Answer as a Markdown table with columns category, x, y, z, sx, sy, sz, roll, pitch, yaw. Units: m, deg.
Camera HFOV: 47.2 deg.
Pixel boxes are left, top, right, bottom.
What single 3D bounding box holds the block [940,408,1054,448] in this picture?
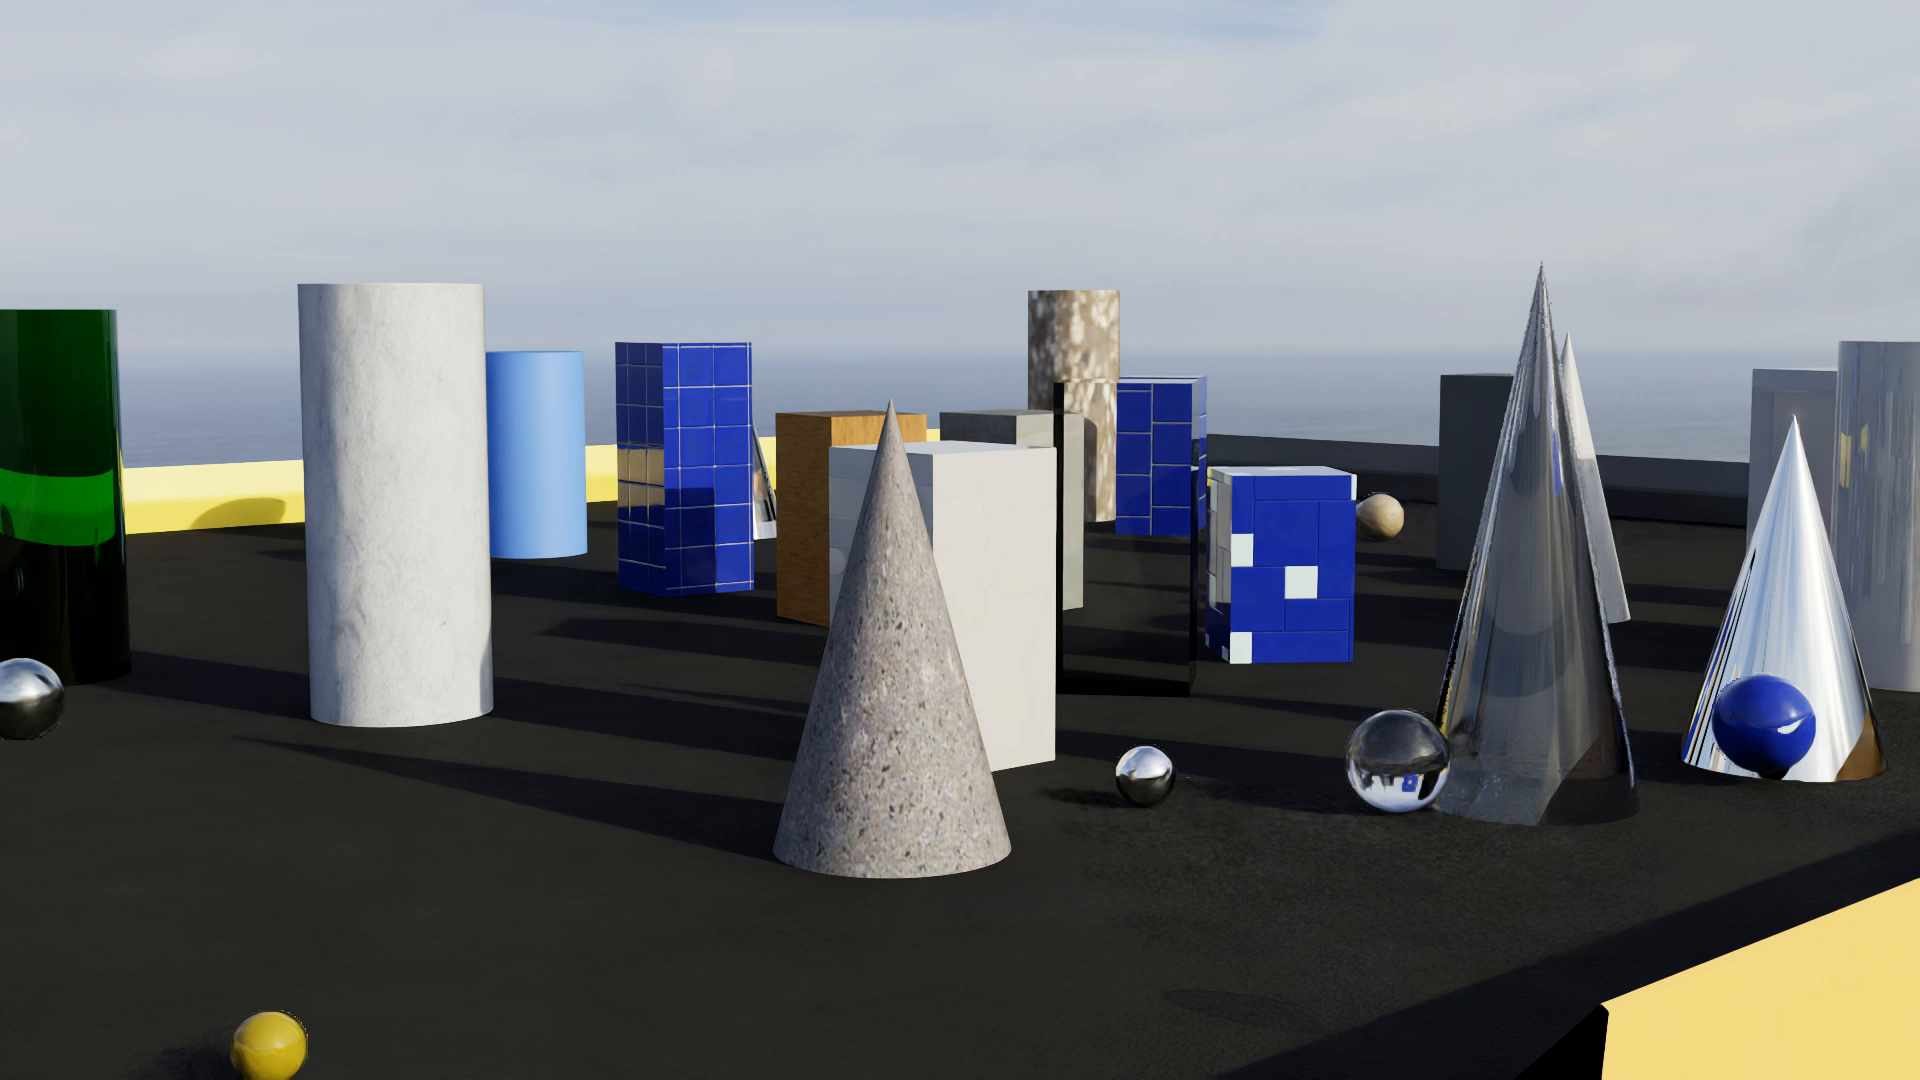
| category | x | y | z | sx | sy | sz | roll | pitch | yaw |
| --- | --- | --- | --- | --- | --- | --- | --- | --- | --- |
| block | 0.081 | -0.049 | 3.350 | 0.159 | 0.291 | 0.159 | 6 | 8 | 44 |

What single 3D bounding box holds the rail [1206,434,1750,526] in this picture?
| category | x | y | z | sx | sy | sz | roll | pitch | yaw |
| --- | --- | --- | --- | --- | --- | --- | --- | --- | --- |
| rail | 1.486 | -0.109 | 4.696 | 0.045 | 0.129 | 3.837 | -5 | 8 | -42 |

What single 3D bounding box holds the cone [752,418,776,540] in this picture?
| category | x | y | z | sx | sy | sz | roll | pitch | yaw |
| --- | --- | --- | --- | --- | --- | --- | --- | --- | --- |
| cone | -0.446 | -0.189 | 4.370 | 0.198 | 0.359 | 0.198 | 0 | 6 | 0 |

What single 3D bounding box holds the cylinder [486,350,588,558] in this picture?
| category | x | y | z | sx | sy | sz | roll | pitch | yaw |
| --- | --- | --- | --- | --- | --- | --- | --- | --- | --- |
| cylinder | -0.789 | -0.161 | 4.046 | 0.198 | 0.370 | 0.198 | 0 | 6 | 0 |

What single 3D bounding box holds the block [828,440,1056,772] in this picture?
| category | x | y | z | sx | sy | sz | roll | pitch | yaw |
| --- | --- | --- | --- | --- | --- | --- | --- | --- | --- |
| block | -0.018 | 0.063 | 2.179 | 0.159 | 0.311 | 0.159 | -5 | 8 | -41 |

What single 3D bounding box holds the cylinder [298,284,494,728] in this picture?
| category | x | y | z | sx | sy | sz | roll | pitch | yaw |
| --- | --- | --- | --- | --- | --- | --- | --- | --- | --- |
| cylinder | -0.623 | -0.045 | 2.433 | 0.198 | 0.473 | 0.198 | 0 | 6 | 0 |

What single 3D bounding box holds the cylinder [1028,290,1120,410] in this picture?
| category | x | y | z | sx | sy | sz | roll | pitch | yaw |
| --- | --- | --- | --- | --- | --- | --- | --- | --- | --- |
| cylinder | 0.246 | -0.295 | 4.766 | 0.198 | 0.488 | 0.198 | 0 | 6 | 0 |

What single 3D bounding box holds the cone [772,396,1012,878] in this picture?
| category | x | y | z | sx | sy | sz | roll | pitch | yaw |
| --- | --- | --- | --- | --- | --- | --- | --- | --- | --- |
| cone | -0.056 | 0.069 | 1.810 | 0.198 | 0.376 | 0.198 | 0 | 6 | 0 |

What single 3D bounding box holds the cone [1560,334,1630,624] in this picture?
| category | x | y | z | sx | sy | sz | roll | pitch | yaw |
| --- | --- | --- | --- | --- | --- | --- | --- | --- | --- |
| cone | 0.881 | -0.097 | 3.207 | 0.198 | 0.417 | 0.198 | 0 | 6 | 0 |

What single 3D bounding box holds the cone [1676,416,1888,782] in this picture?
| category | x | y | z | sx | sy | sz | roll | pitch | yaw |
| --- | --- | --- | --- | --- | --- | --- | --- | --- | --- |
| cone | 0.816 | 0.048 | 2.168 | 0.198 | 0.343 | 0.198 | 0 | 6 | 0 |

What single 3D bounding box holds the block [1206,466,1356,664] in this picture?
| category | x | y | z | sx | sy | sz | roll | pitch | yaw |
| --- | --- | --- | --- | --- | --- | --- | --- | --- | --- |
| block | 0.414 | 0.029 | 2.858 | 0.159 | 0.238 | 0.159 | -1 | 6 | -5 |

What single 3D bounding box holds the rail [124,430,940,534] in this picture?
| category | x | y | z | sx | sy | sz | roll | pitch | yaw |
| --- | --- | --- | --- | --- | --- | --- | --- | --- | --- |
| rail | -1.285 | -0.111 | 4.717 | 4.092 | 0.129 | 0.045 | -5 | 8 | -42 |

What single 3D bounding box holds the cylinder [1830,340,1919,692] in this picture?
| category | x | y | z | sx | sy | sz | roll | pitch | yaw |
| --- | --- | --- | --- | --- | --- | --- | --- | --- | --- |
| cylinder | 1.155 | -0.035 | 2.647 | 0.198 | 0.409 | 0.198 | 0 | 6 | 0 |

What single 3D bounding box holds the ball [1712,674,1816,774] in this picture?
| category | x | y | z | sx | sy | sz | roll | pitch | yaw |
| --- | --- | --- | --- | --- | --- | --- | --- | --- | --- |
| ball | 0.754 | 0.172 | 2.062 | 0.093 | 0.093 | 0.093 | 0 | 6 | 0 |

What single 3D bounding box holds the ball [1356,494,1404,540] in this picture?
| category | x | y | z | sx | sy | sz | roll | pitch | yaw |
| --- | --- | --- | --- | --- | --- | --- | --- | --- | --- |
| ball | 0.816 | -0.044 | 4.268 | 0.091 | 0.091 | 0.091 | 0 | 6 | 0 |

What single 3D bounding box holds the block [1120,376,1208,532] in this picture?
| category | x | y | z | sx | sy | sz | roll | pitch | yaw |
| --- | --- | --- | --- | --- | --- | --- | --- | --- | --- |
| block | 0.414 | -0.178 | 4.486 | 0.159 | 0.312 | 0.159 | 1 | 6 | 13 |

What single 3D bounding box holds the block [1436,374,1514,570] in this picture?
| category | x | y | z | sx | sy | sz | roll | pitch | yaw |
| --- | --- | --- | --- | --- | --- | --- | --- | --- | --- |
| block | 0.939 | -0.118 | 3.804 | 0.159 | 0.335 | 0.159 | 5 | 8 | 42 |

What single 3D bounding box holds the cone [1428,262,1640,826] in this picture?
| category | x | y | z | sx | sy | sz | roll | pitch | yaw |
| --- | --- | --- | --- | --- | --- | --- | --- | --- | --- |
| cone | 0.517 | -0.006 | 1.980 | 0.198 | 0.490 | 0.198 | 0 | 6 | 0 |

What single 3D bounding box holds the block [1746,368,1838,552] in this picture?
| category | x | y | z | sx | sy | sz | roll | pitch | yaw |
| --- | --- | --- | --- | --- | --- | --- | --- | --- | --- |
| block | 1.159 | -0.041 | 2.902 | 0.159 | 0.368 | 0.159 | -3 | 7 | -28 |

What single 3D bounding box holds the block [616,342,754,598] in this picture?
| category | x | y | z | sx | sy | sz | roll | pitch | yaw |
| --- | --- | --- | --- | --- | --- | --- | --- | --- | --- |
| block | -0.441 | -0.119 | 3.520 | 0.159 | 0.395 | 0.159 | -4 | 7 | -36 |

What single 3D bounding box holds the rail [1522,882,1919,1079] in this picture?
| category | x | y | z | sx | sy | sz | roll | pitch | yaw |
| --- | --- | --- | --- | --- | --- | --- | --- | --- | --- |
| rail | 1.285 | 0.178 | 1.947 | 4.092 | 0.129 | 0.045 | -5 | 8 | -42 |

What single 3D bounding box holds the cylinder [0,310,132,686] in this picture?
| category | x | y | z | sx | sy | sz | roll | pitch | yaw |
| --- | --- | --- | --- | --- | --- | --- | --- | --- | --- |
| cylinder | -1.121 | -0.056 | 2.670 | 0.198 | 0.446 | 0.198 | 0 | 6 | 0 |

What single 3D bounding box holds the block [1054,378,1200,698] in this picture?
| category | x | y | z | sx | sy | sz | roll | pitch | yaw |
| --- | --- | --- | --- | --- | --- | --- | --- | --- | --- |
| block | 0.199 | -0.008 | 2.611 | 0.159 | 0.362 | 0.159 | 1 | 6 | 9 |

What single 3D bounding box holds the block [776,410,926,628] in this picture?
| category | x | y | z | sx | sy | sz | roll | pitch | yaw |
| --- | --- | --- | --- | --- | --- | --- | --- | --- | --- |
| block | -0.158 | -0.035 | 3.188 | 0.159 | 0.297 | 0.159 | -4 | 7 | -34 |

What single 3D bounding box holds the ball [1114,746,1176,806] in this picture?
| category | x | y | z | sx | sy | sz | roll | pitch | yaw |
| --- | --- | --- | --- | --- | --- | --- | --- | --- | --- |
| ball | 0.167 | 0.213 | 1.982 | 0.054 | 0.054 | 0.054 | 0 | 6 | 0 |

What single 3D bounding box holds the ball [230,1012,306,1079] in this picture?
| category | x | y | z | sx | sy | sz | roll | pitch | yaw |
| --- | --- | --- | --- | --- | --- | --- | --- | --- | --- |
| ball | -0.399 | 0.293 | 1.267 | 0.042 | 0.042 | 0.042 | 0 | 6 | 0 |

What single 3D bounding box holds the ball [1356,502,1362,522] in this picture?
| category | x | y | z | sx | sy | sz | roll | pitch | yaw |
| --- | --- | --- | --- | --- | --- | --- | --- | --- | --- |
| ball | 0.846 | -0.057 | 4.631 | 0.043 | 0.043 | 0.043 | 0 | 6 | 0 |

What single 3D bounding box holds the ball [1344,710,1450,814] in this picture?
| category | x | y | z | sx | sy | sz | roll | pitch | yaw |
| --- | --- | --- | --- | --- | --- | --- | --- | --- | --- |
| ball | 0.389 | 0.196 | 1.953 | 0.092 | 0.092 | 0.092 | 0 | 6 | 0 |

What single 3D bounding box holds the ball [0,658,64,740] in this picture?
| category | x | y | z | sx | sy | sz | roll | pitch | yaw |
| --- | --- | --- | --- | --- | --- | --- | --- | --- | --- |
| ball | -0.978 | 0.165 | 2.290 | 0.085 | 0.085 | 0.085 | 0 | 6 | 0 |
